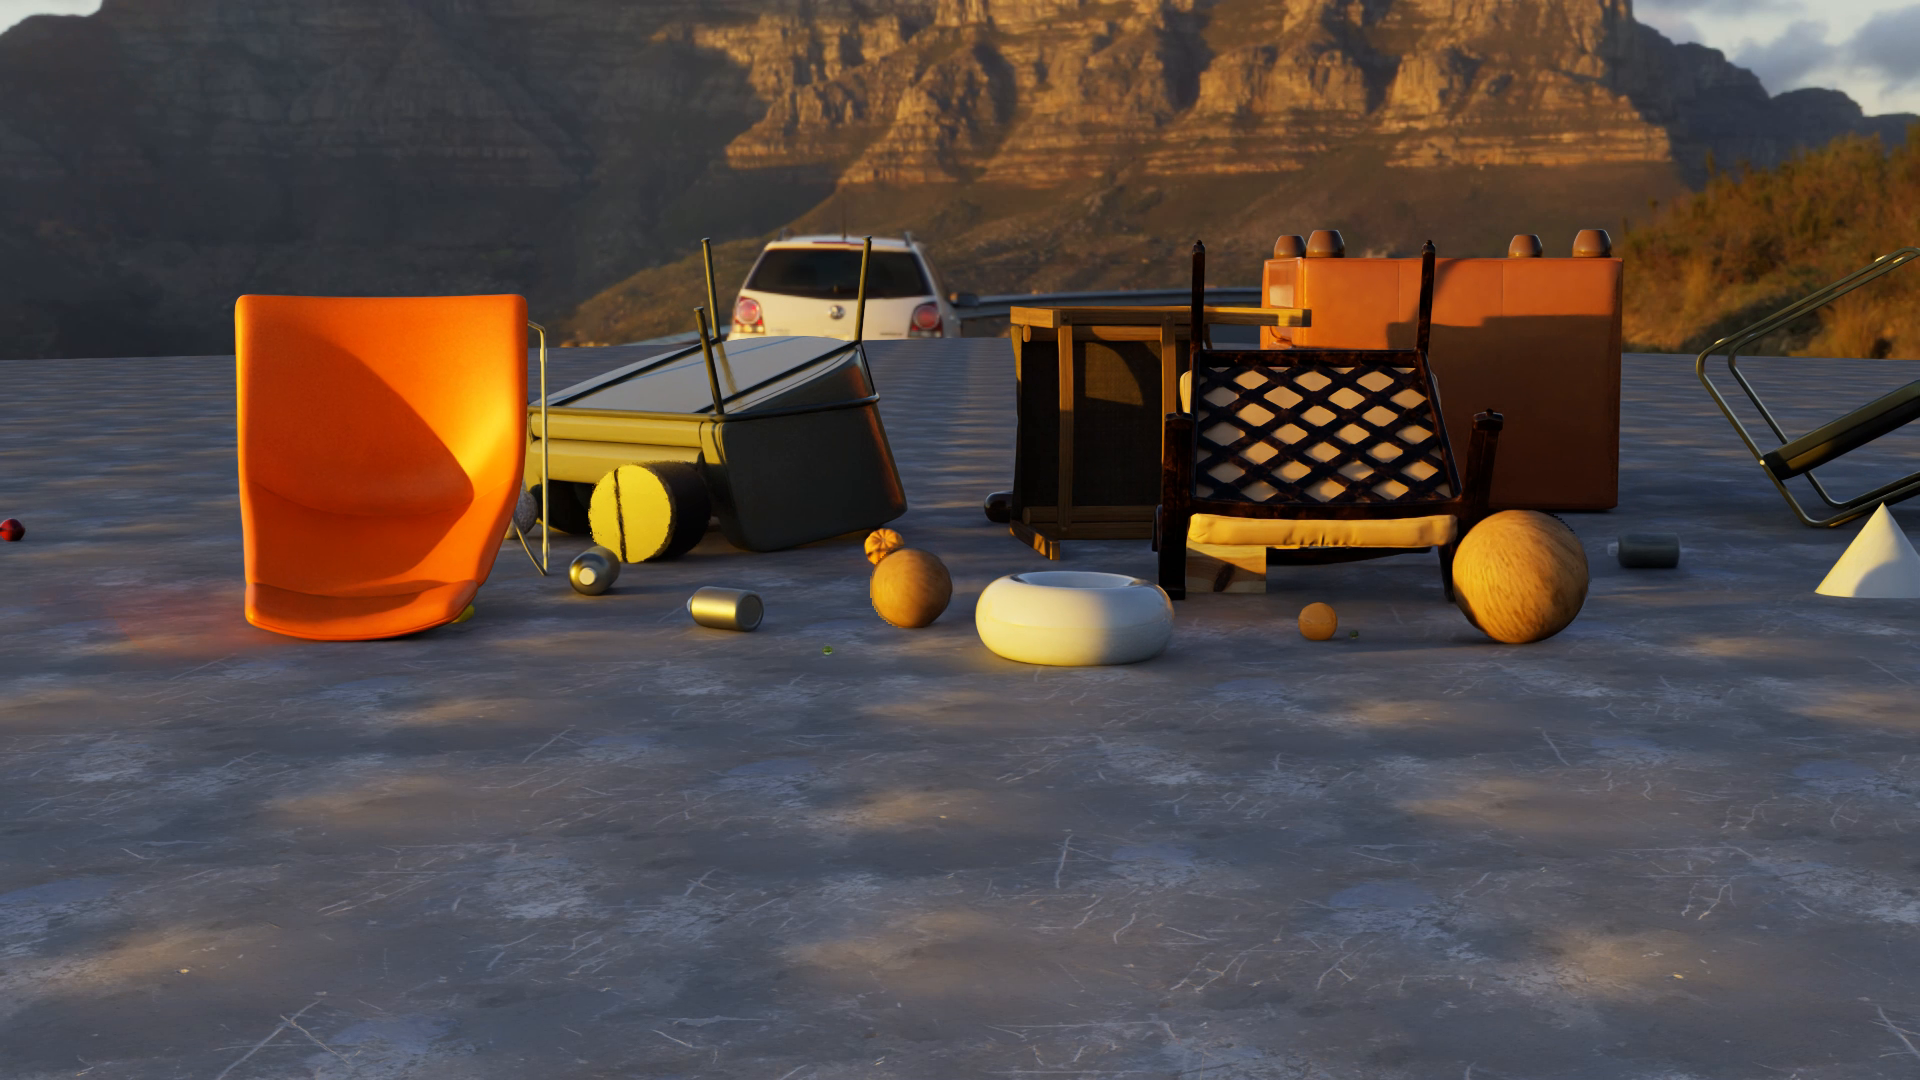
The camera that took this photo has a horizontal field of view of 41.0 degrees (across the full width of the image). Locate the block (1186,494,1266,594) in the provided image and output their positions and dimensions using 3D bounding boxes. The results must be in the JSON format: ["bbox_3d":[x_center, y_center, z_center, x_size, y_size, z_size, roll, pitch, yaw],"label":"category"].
[{"bbox_3d":[0.563,0.007,5.417,0.165,0.190,0.161,1,6,6],"label":"block"}]

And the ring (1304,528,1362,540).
[{"bbox_3d":[0.938,-0.015,6.452,0.147,0.022,0.132,-1,6,-9],"label":"ring"}]

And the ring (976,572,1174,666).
[{"bbox_3d":[0.200,0.135,4.456,0.348,0.135,0.345,-1,7,-20],"label":"ring"}]

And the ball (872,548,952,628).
[{"bbox_3d":[-0.090,0.089,4.815,0.150,0.150,0.150,0,6,0],"label":"ball"}]

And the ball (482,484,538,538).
[{"bbox_3d":[-1.127,-0.071,6.434,0.137,0.137,0.137,0,6,0],"label":"ball"}]

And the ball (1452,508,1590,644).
[{"bbox_3d":[1.004,0.065,4.599,0.242,0.242,0.242,0,6,0],"label":"ball"}]

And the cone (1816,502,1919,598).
[{"bbox_3d":[1.918,0.015,5.341,0.264,0.189,0.194,0,6,-3],"label":"cone"}]

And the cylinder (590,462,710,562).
[{"bbox_3d":[-0.720,-0.066,5.958,0.235,0.220,0.160,-36,-12,27],"label":"cylinder"}]

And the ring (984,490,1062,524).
[{"bbox_3d":[0.170,-0.089,6.885,0.213,0.082,0.157,0,5,6],"label":"ring"}]
